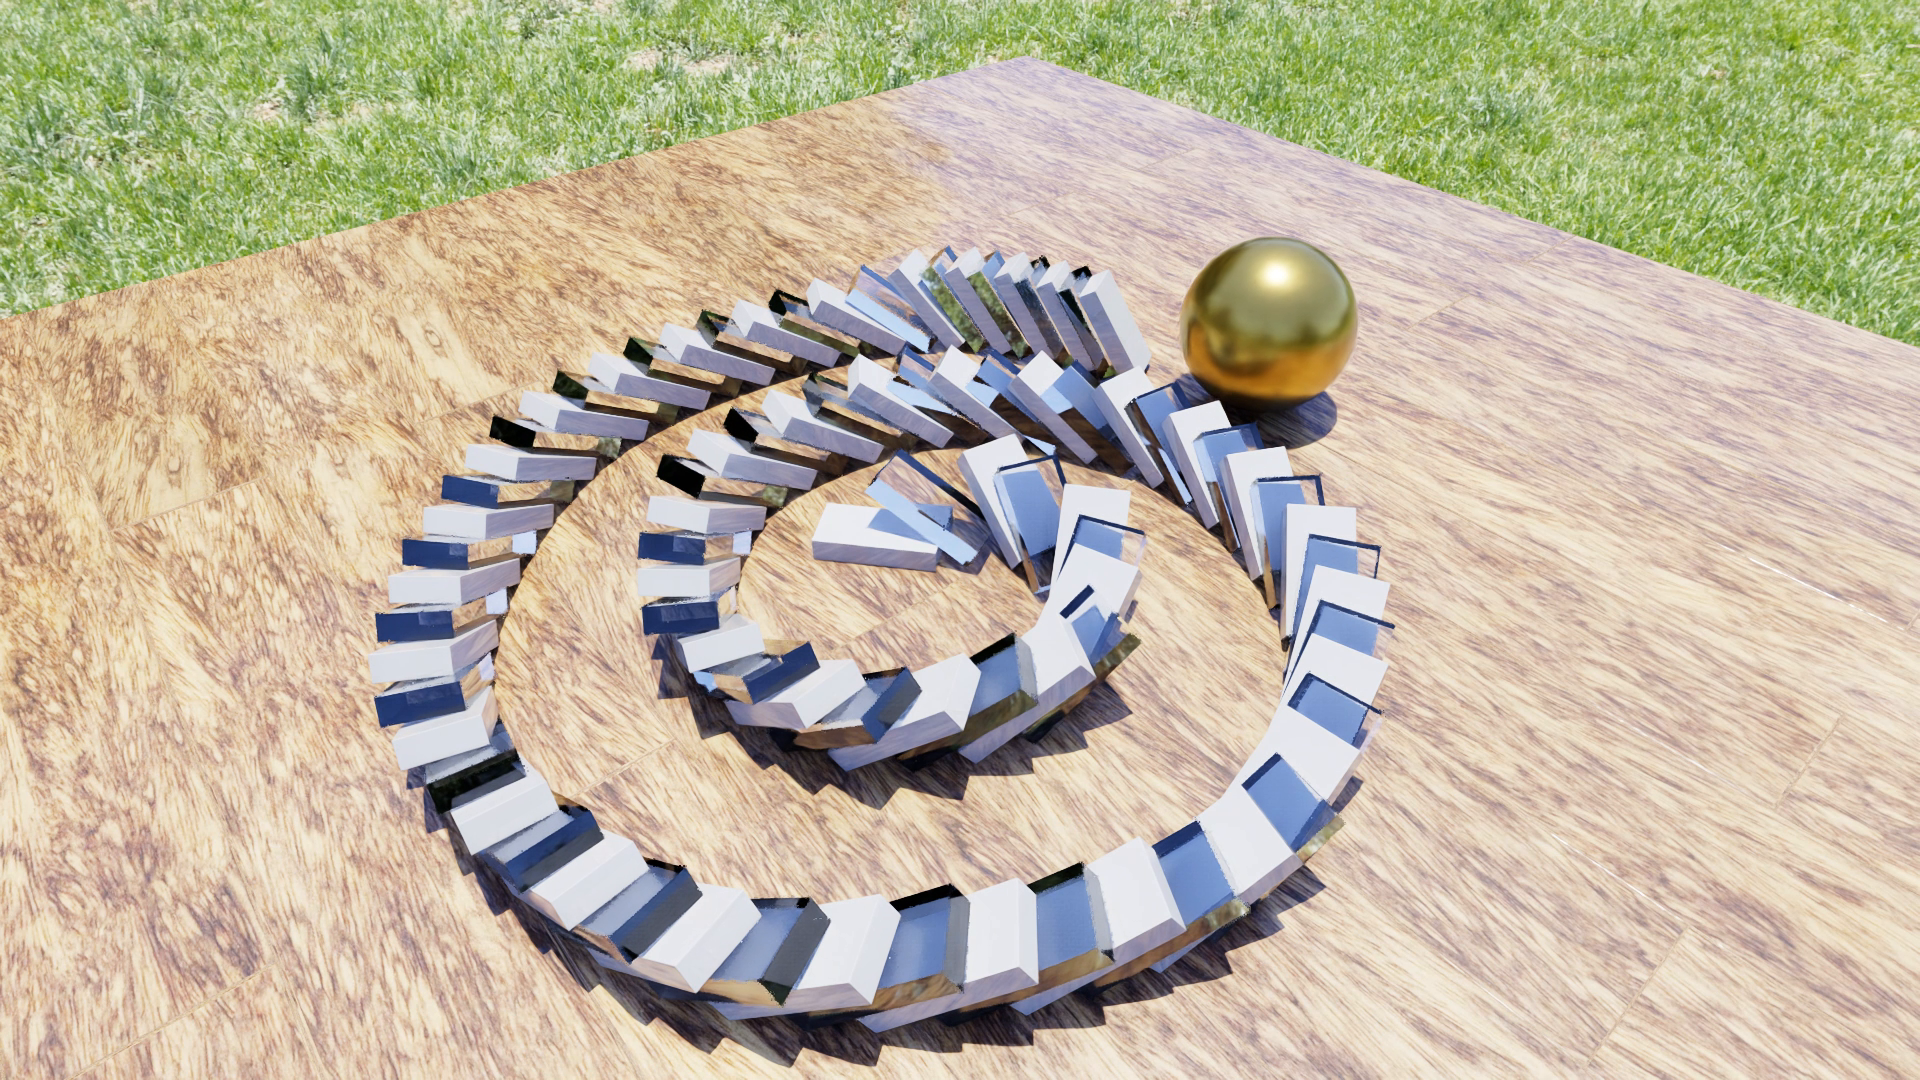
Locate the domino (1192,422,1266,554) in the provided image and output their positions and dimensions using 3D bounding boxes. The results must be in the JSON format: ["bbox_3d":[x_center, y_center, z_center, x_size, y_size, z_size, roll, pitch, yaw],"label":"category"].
[{"bbox_3d":[0.116,-0.022,0.449,0.025,0.010,0.050,-11,74,-14],"label":"domino"}]

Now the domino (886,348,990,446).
[{"bbox_3d":[-0.008,-0.065,0.502,0.050,0.010,0.025,32,36,-17],"label":"domino"}]

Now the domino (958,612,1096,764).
[{"bbox_3d":[0.018,0.048,0.361,0.050,0.010,0.025,-38,40,15],"label":"domino"}]

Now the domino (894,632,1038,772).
[{"bbox_3d":[0.001,0.053,0.356,0.050,0.010,0.025,-32,34,21],"label":"domino"}]

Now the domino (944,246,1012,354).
[{"bbox_3d":[0.014,-0.122,0.564,0.009,0.050,0.025,-20,26,36],"label":"domino"}]

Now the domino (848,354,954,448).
[{"bbox_3d":[-0.027,-0.063,0.499,0.050,0.010,0.025,27,32,-25],"label":"domino"}]

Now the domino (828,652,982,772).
[{"bbox_3d":[-0.018,0.056,0.353,0.050,0.009,0.025,-25,27,32],"label":"domino"}]

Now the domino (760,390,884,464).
[{"bbox_3d":[-0.060,-0.050,0.483,0.050,0.009,0.025,15,25,-42],"label":"domino"}]

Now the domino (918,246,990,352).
[{"bbox_3d":[0.001,-0.124,0.566,0.009,0.050,0.025,-23,25,36],"label":"domino"}]

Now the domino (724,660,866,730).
[{"bbox_3d":[-0.055,0.050,0.360,0.025,0.009,0.050,-34,14,-34],"label":"domino"}]

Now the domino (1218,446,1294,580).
[{"bbox_3d":[0.122,-0.011,0.436,0.025,0.010,0.050,-9,74,-10],"label":"domino"}]

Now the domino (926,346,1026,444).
[{"bbox_3d":[0.010,-0.065,0.502,0.050,0.010,0.025,36,40,-11],"label":"domino"}]

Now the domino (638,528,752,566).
[{"bbox_3d":[-0.100,0.001,0.420,0.025,0.010,0.050,6,5,8],"label":"domino"}]

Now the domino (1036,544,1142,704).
[{"bbox_3d":[0.042,0.029,0.386,0.025,0.010,0.050,22,80,25],"label":"domino"}]

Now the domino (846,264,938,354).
[{"bbox_3d":[-0.034,-0.119,0.567,0.050,0.010,0.025,31,35,-19],"label":"domino"}]

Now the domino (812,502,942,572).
[{"bbox_3d":[-0.032,-0.001,0.445,0.050,0.009,0.025,6,40,7],"label":"domino"}]

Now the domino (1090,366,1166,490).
[{"bbox_3d":[0.082,-0.050,0.483,0.025,0.009,0.050,-28,81,-30],"label":"domino"}]

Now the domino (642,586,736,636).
[{"bbox_3d":[-0.095,0.024,0.392,0.025,0.009,0.050,-5,4,-5],"label":"domino"}]

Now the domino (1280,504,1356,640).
[{"bbox_3d":[0.133,0.013,0.407,0.025,0.009,0.050,4,74,5],"label":"domino"}]

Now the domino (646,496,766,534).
[{"bbox_3d":[-0.099,-0.010,0.435,0.025,0.009,0.050,12,5,14],"label":"domino"}]

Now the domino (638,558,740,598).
[{"bbox_3d":[-0.099,0.013,0.406,0.025,0.009,0.050,0,4,1],"label":"domino"}]

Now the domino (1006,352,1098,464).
[{"bbox_3d":[0.047,-0.060,0.496,0.050,0.009,0.025,44,47,-3],"label":"domino"}]

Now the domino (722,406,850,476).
[{"bbox_3d":[-0.074,-0.042,0.474,0.050,0.009,0.025,12,23,-47],"label":"domino"}]

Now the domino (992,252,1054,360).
[{"bbox_3d":[0.037,-0.117,0.557,0.010,0.050,0.025,-16,28,34],"label":"domino"}]

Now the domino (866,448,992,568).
[{"bbox_3d":[-0.011,-0.013,0.440,0.050,0.010,0.025,37,38,-1],"label":"domino"}]

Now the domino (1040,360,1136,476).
[{"bbox_3d":[0.061,-0.054,0.489,0.050,0.009,0.025,44,48,-3],"label":"domino"}]

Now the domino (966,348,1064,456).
[{"bbox_3d":[0.028,-0.063,0.499,0.050,0.009,0.025,38,42,-9],"label":"domino"}]

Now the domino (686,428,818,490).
[{"bbox_3d":[-0.087,-0.033,0.463,0.025,0.010,0.050,33,14,35],"label":"domino"}]

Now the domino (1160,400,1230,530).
[{"bbox_3d":[0.106,-0.032,0.461,0.025,0.009,0.050,-16,76,-19],"label":"domino"}]

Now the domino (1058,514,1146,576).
[{"bbox_3d":[0.048,0.018,0.400,0.025,0.009,0.050,16,78,18],"label":"domino"}]

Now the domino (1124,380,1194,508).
[{"bbox_3d":[0.094,-0.042,0.473,0.025,0.009,0.050,-23,79,-26],"label":"domino"}]

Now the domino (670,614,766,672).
[{"bbox_3d":[-0.084,0.035,0.379,0.025,0.010,0.050,-16,5,-18],"label":"domino"}]

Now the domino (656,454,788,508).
[{"bbox_3d":[-0.096,-0.024,0.451,0.025,0.009,0.050,26,10,29],"label":"domino"}]

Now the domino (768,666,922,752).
[{"bbox_3d":[-0.038,0.055,0.354,0.050,0.009,0.025,-16,23,45],"label":"domino"}]

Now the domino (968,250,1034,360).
[{"bbox_3d":[0.025,-0.120,0.561,0.010,0.050,0.025,-20,26,36],"label":"domino"}]

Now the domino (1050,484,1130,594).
[{"bbox_3d":[0.049,0.005,0.415,0.025,0.010,0.050,7,77,8],"label":"domino"}]

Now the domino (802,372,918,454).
[{"bbox_3d":[-0.044,-0.057,0.491,0.050,0.009,0.025,19,27,-35],"label":"domino"}]

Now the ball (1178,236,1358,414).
[{"bbox_3d":[0.142,-0.099,0.508,0.080,0.080,0.080,0,39,0],"label":"ball"}]

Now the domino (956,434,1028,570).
[{"bbox_3d":[0.021,-0.016,0.442,0.025,0.009,0.050,-22,77,-24],"label":"domino"}]

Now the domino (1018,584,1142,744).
[{"bbox_3d":[0.034,0.042,0.368,0.050,0.009,0.025,-45,48,8],"label":"domino"}]

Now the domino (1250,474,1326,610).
[{"bbox_3d":[0.128,0.001,0.422,0.025,0.009,0.050,-3,74,-4],"label":"domino"}]

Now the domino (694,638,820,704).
[{"bbox_3d":[-0.069,0.043,0.369,0.025,0.009,0.050,-28,11,-30],"label":"domino"}]

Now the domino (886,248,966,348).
[{"bbox_3d":[-0.014,-0.124,0.568,0.009,0.050,0.025,-30,20,38],"label":"domino"}]

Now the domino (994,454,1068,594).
[{"bbox_3d":[0.033,-0.007,0.430,0.025,0.009,0.050,-14,77,-17],"label":"domino"}]
